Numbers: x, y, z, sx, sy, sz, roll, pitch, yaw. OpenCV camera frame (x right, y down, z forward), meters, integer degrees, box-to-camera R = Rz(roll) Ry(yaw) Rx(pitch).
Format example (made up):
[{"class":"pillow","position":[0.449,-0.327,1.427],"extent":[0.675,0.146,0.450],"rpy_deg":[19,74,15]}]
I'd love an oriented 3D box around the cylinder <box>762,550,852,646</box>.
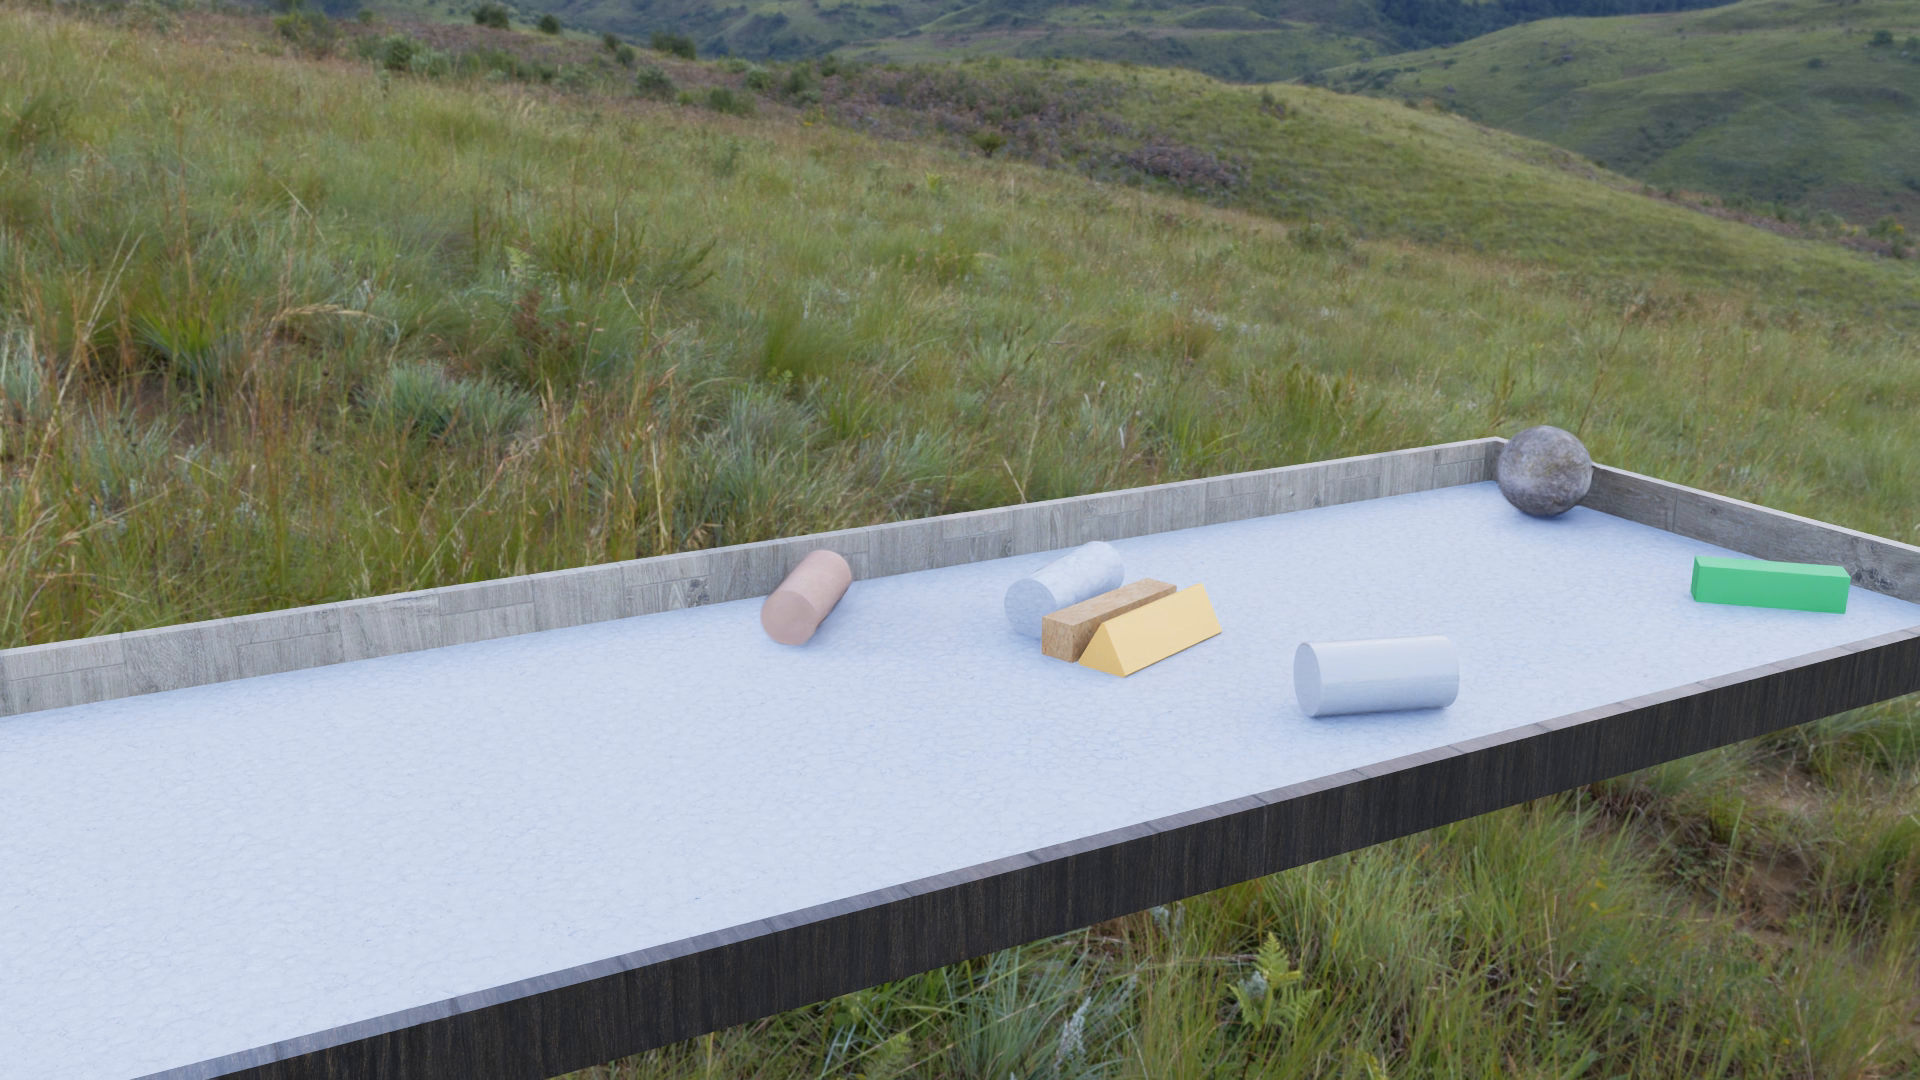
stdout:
[{"class":"cylinder","position":[-0.420,0.155,4.555],"extent":[0.154,0.154,0.382],"rpy_deg":[3,17,10]}]

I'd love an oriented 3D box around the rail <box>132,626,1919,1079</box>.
[{"class":"rail","position":[-2.336,1.006,1.665],"extent":[12.000,0.150,0.050],"rpy_deg":[-9,18,-27]}]

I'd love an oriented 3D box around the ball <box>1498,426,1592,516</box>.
[{"class":"ball","position":[1.986,-0.233,5.603],"extent":[0.306,0.306,0.306],"rpy_deg":[0,16,0]}]

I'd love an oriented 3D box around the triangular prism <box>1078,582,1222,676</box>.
[{"class":"triangular prism","position":[0.510,0.224,4.355],"extent":[0.147,0.127,0.446],"rpy_deg":[14,22,39]}]

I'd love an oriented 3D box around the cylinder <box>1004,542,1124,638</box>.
[{"class":"cylinder","position":[0.297,0.133,4.613],"extent":[0.164,0.164,0.417],"rpy_deg":[9,19,29]}]

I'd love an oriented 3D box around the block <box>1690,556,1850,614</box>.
[{"class":"block","position":[2.319,0.127,4.731],"extent":[0.391,0.108,0.108],"rpy_deg":[5,17,15]}]

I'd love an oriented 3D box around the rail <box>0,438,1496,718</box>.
[{"class":"rail","position":[-3.305,0.497,3.399],"extent":[12.000,0.150,0.050],"rpy_deg":[-9,18,-27]}]

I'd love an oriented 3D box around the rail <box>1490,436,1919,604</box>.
[{"class":"rail","position":[2.466,-0.048,5.253],"extent":[0.050,0.150,2.100],"rpy_deg":[-9,18,-27]}]

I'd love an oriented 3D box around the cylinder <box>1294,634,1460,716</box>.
[{"class":"cylinder","position":[0.993,0.322,3.944],"extent":[0.344,0.177,0.177],"rpy_deg":[-3,17,-10]}]

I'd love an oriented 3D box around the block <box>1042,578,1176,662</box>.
[{"class":"block","position":[0.407,0.212,4.449],"extent":[0.103,0.103,0.457],"rpy_deg":[15,22,41]}]
